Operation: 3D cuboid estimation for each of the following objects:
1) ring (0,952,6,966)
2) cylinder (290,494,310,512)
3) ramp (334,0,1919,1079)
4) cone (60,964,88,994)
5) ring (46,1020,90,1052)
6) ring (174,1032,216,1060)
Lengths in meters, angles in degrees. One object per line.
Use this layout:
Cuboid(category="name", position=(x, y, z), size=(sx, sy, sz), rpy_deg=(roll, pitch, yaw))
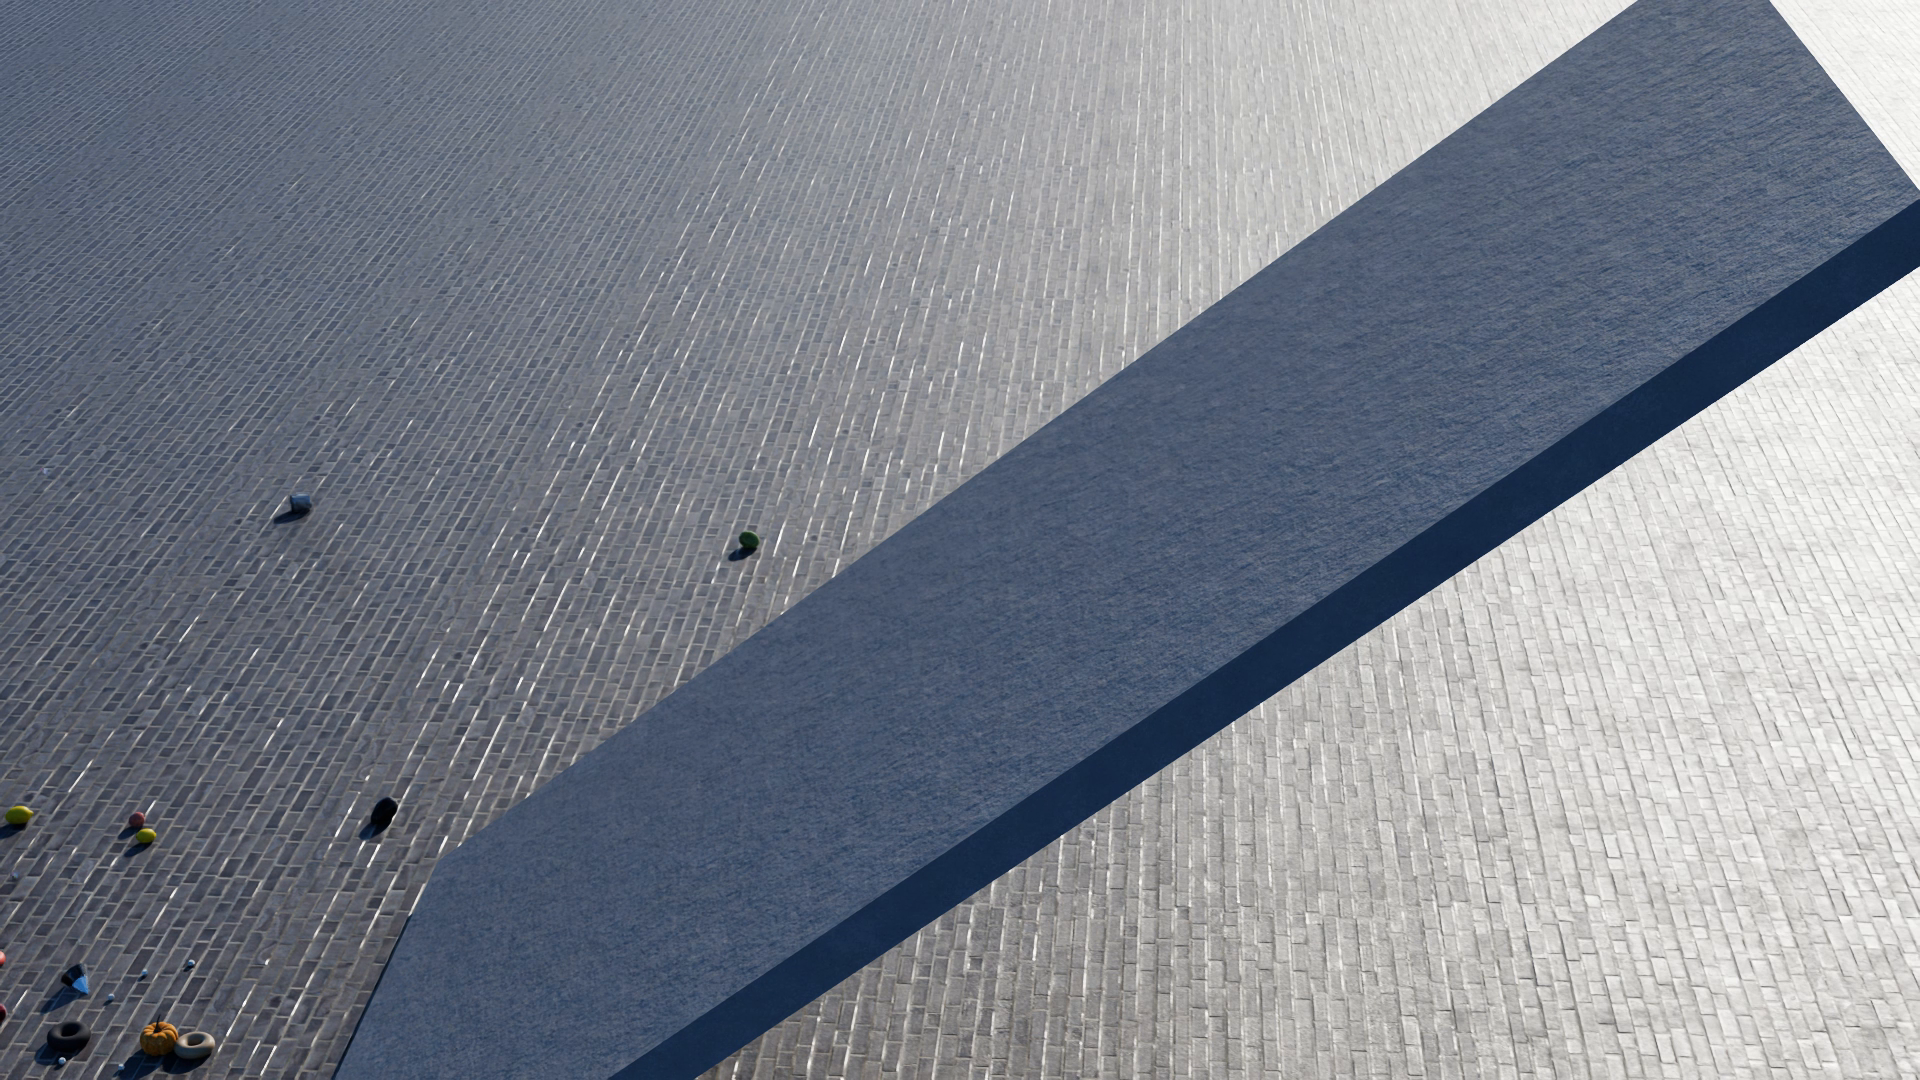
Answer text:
Cuboid(category="ring", position=(-2.478, 1.072, 7.500), size=(0.083, 0.028, 0.083), rpy_deg=(0, 22, 0))
Cuboid(category="cylinder", position=(-2.297, -0.131, 10.242), size=(0.057, 0.057, 0.057), rpy_deg=(-11, 26, -23))
Cuboid(category="ramp", position=(0.123, 0.183, 6.335), size=(4.000, 0.100, 2.000), rpy_deg=(-35, 16, 17))
Cuboid(category="cone", position=(-2.209, 1.116, 7.392), size=(0.072, 0.072, 0.072), rpy_deg=(-22, 58, -41))
Cuboid(category="ring", position=(-2.173, 1.210, 7.173), size=(0.104, 0.035, 0.104), rpy_deg=(0, 24, 0))
Cuboid(category="ring", position=(-1.857, 1.227, 7.136), size=(0.098, 0.033, 0.098), rpy_deg=(0, 22, 0))
